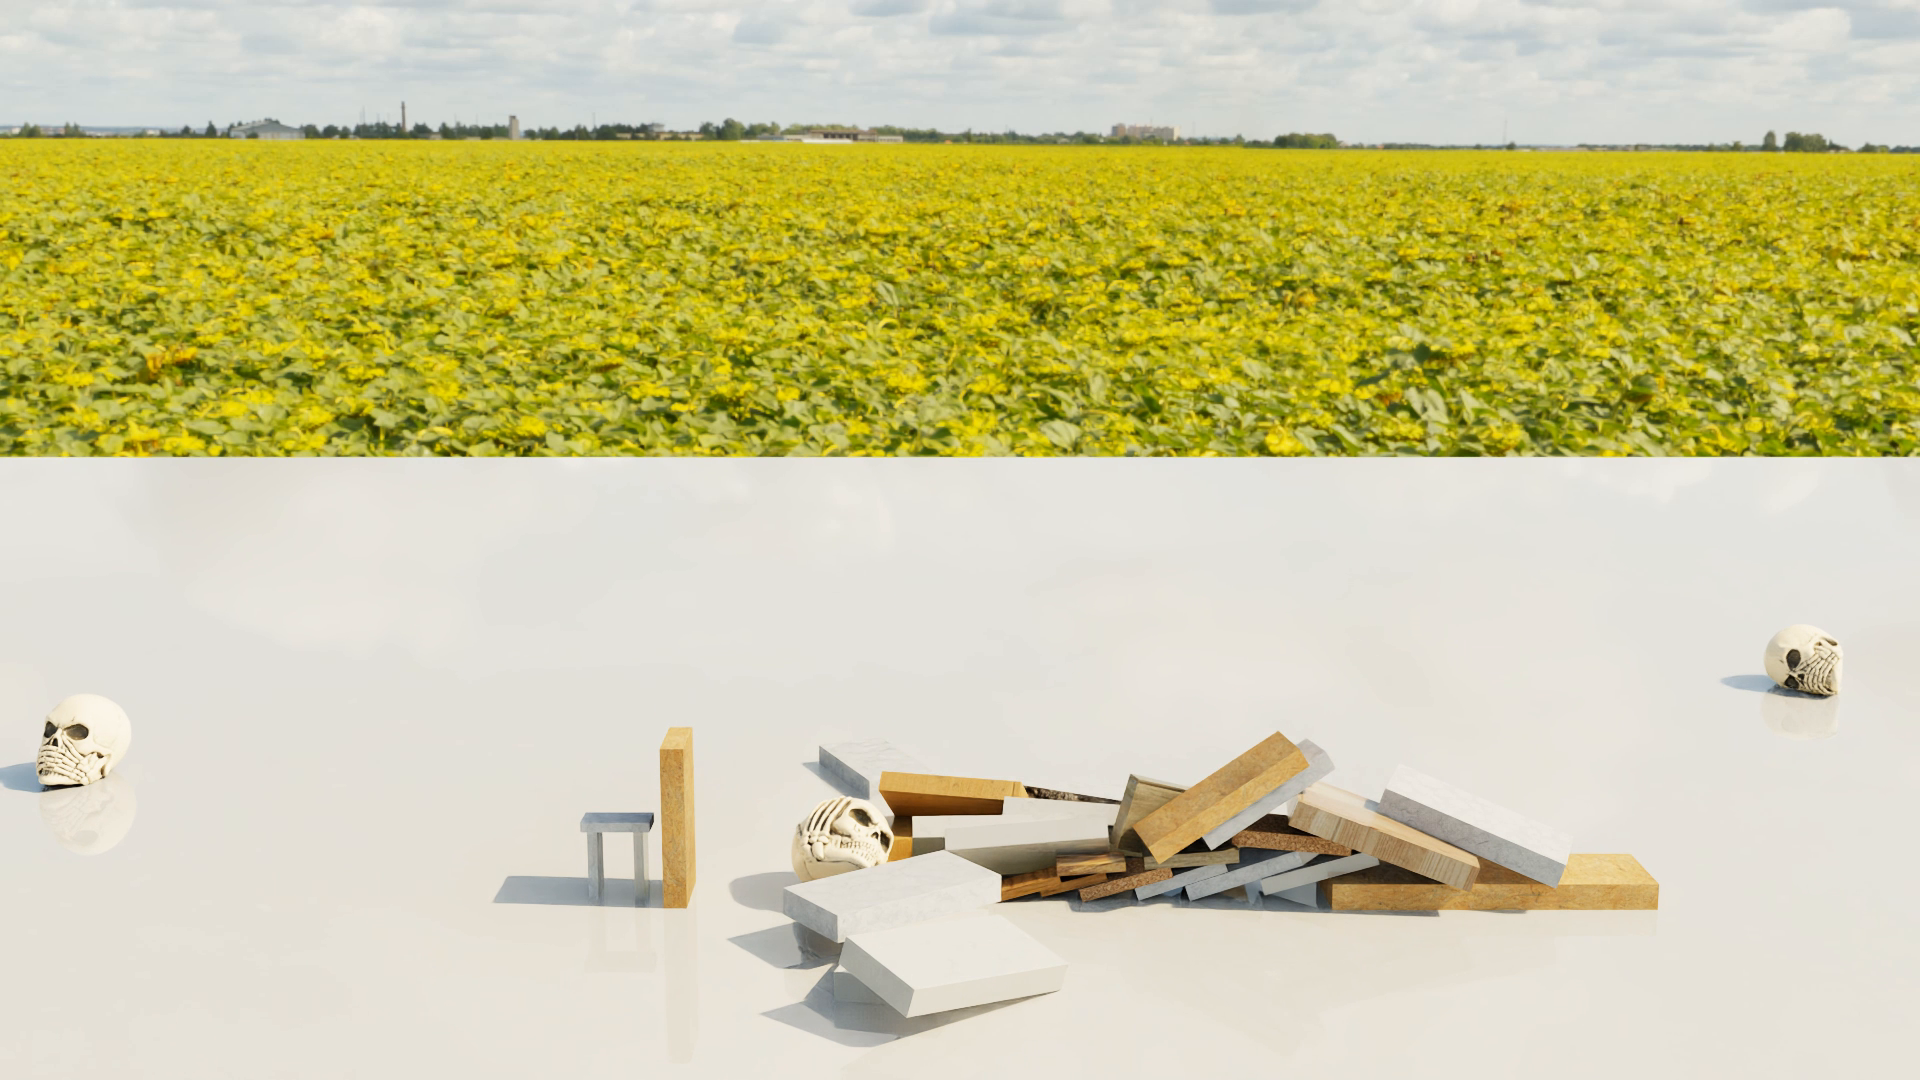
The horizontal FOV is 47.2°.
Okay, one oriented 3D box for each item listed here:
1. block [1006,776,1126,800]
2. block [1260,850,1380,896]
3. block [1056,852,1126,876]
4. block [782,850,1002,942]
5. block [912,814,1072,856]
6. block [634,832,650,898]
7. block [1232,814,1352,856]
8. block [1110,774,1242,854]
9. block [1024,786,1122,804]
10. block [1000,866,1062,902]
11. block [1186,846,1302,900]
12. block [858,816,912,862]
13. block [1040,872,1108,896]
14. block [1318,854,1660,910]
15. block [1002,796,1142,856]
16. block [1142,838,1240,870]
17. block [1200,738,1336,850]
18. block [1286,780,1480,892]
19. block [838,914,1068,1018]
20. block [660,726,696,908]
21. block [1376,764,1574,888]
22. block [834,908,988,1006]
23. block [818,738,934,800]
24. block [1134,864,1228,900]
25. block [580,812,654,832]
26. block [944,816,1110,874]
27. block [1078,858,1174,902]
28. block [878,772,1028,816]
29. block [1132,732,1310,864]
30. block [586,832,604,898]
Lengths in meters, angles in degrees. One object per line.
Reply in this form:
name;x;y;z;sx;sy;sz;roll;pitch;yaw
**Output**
block;0.195;0.488;4.119;0.252;0.036;0.126;4;11;18
block;0.593;0.537;3.660;0.194;0.028;0.097;-16;10;5
block;0.217;0.536;3.644;0.113;0.016;0.057;-4;10;2
block;-0.106;0.560;3.471;0.311;0.044;0.155;-8;13;-36
block;0.053;0.514;3.762;0.269;0.038;0.135;0;-29;-2
block;-0.531;0.533;3.663;0.016;0.114;0.057;0;11;0
block;0.549;0.487;3.654;0.194;0.028;0.097;5;13;5
block;0.384;0.482;3.728;0.245;0.122;0.035;15;5;-22
block;0.225;0.490;3.938;0.252;0.036;0.126;6;-21;28
block;0.110;0.571;3.649;0.113;0.016;0.057;-15;10;0
block;0.468;0.544;3.671;0.194;0.028;0.097;-18;10;4
block;-0.032;0.522;3.928;0.270;0.038;0.135;-4;11;-19
block;0.189;0.564;3.661;0.113;0.016;0.057;-15;10;7
block;0.873;0.569;3.664;0.532;0.044;0.155;0;11;0
block;0.212;0.499;3.813;0.269;0.038;0.135;4;-29;6
block;0.380;0.517;3.639;0.155;0.022;0.077;-5;10;2
block;0.496;0.419;3.640;0.245;0.035;0.122;-33;7;-2
block;0.693;0.479;3.623;0.311;0.044;0.155;20;13;2
block;-0.007;0.616;3.196;0.310;0.044;0.155;2;20;-44
block;-0.466;0.458;3.640;0.038;0.270;0.135;0;11;0
block;0.860;0.474;3.666;0.311;0.044;0.155;23;17;15
block;-0.070;0.628;3.344;0.155;0.044;0.311;3;11;14
block;-0.166;0.448;4.327;0.135;0.038;0.270;-5;12;-24
block;0.365;0.554;3.666;0.155;0.022;0.077;-19;10;4
block;-0.569;0.469;3.652;0.114;0.016;0.057;0;11;0
block;0.115;0.516;3.685;0.269;0.038;0.135;-5;-29;3
block;0.274;0.559;3.660;0.155;0.022;0.077;-16;10;3
block;-0.006;0.457;3.884;0.252;0.036;0.126;3;-27;15
block;0.427;0.422;3.615;0.292;0.035;0.122;-33;12;-2
block;-0.607;0.533;3.663;0.016;0.114;0.057;0;11;0
